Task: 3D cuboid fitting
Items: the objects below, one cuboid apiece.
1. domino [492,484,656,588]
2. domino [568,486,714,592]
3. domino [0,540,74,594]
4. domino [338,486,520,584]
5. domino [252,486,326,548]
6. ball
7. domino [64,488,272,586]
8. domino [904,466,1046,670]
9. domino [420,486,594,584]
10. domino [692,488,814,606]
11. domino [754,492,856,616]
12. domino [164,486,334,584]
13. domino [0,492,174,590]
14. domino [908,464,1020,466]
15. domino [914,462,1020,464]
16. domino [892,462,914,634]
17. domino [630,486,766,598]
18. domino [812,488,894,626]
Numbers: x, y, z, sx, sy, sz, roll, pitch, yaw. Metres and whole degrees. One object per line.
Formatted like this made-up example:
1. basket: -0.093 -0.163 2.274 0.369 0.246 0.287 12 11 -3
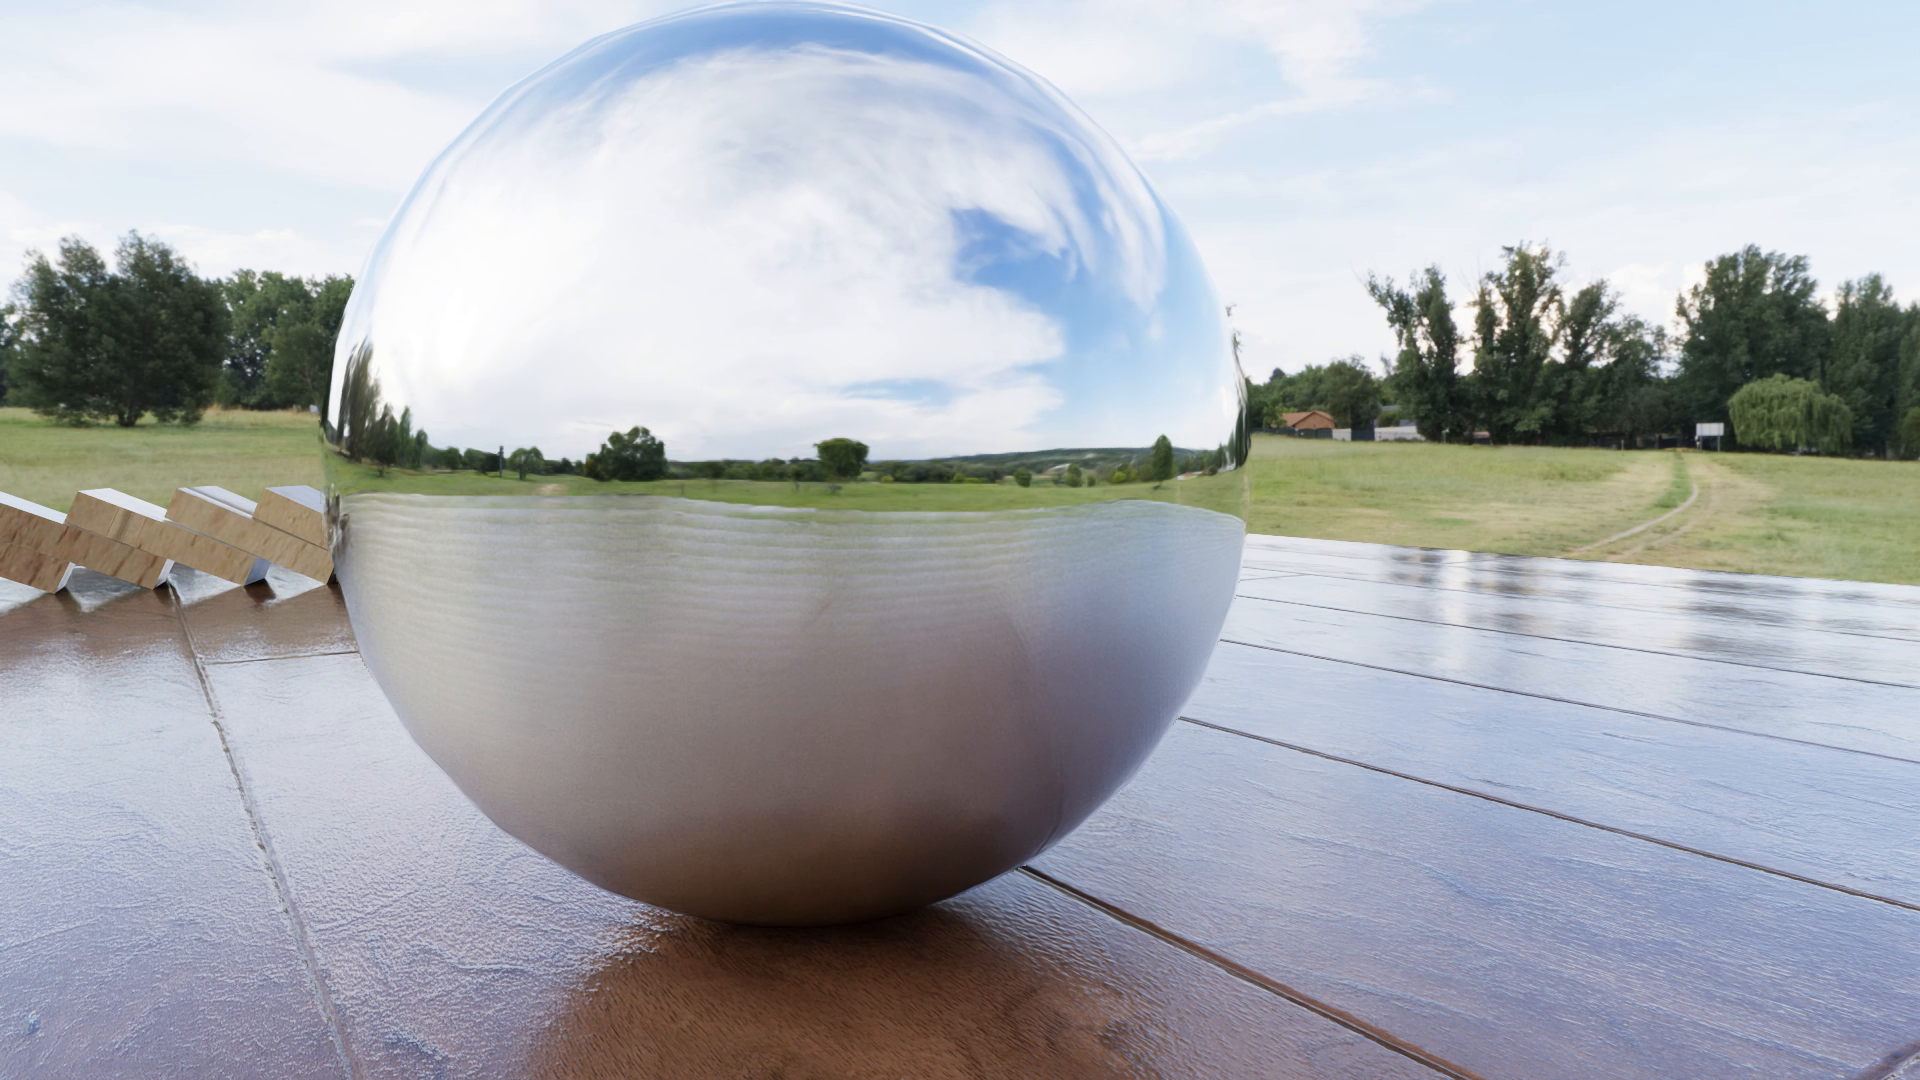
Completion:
1. domino: -0.116 -0.002 0.397 0.050 0.009 0.025 28 15 20
2. domino: -0.092 -0.001 0.388 0.050 0.009 0.025 31 20 29
3. domino: -0.281 0.001 0.363 0.050 0.009 0.025 25 -9 -28
4. domino: -0.165 -0.002 0.404 0.050 0.010 0.025 25 7 6
5. domino: -0.190 -0.002 0.402 0.050 0.010 0.025 24 4 -2
6. ball: -0.014 -0.006 0.117 0.080 0.080 0.080 0 4 0
7. domino: -0.238 -0.001 0.389 0.050 0.009 0.025 24 -2 -16
8. domino: 0.002 0.004 0.257 0.025 0.009 0.050 0 41 -4
9. domino: -0.140 -0.002 0.403 0.050 0.009 0.025 26 11 15
10. domino: -0.052 0.001 0.360 0.025 0.010 0.050 -4 30 -41
11. domino: -0.034 0.002 0.342 0.025 0.010 0.050 -3 29 -31
12. domino: -0.214 -0.002 0.398 0.050 0.009 0.025 24 1 -8
13. domino: -0.260 0.000 0.376 0.050 0.009 0.025 24 -6 -24
14. domino: 0.002 0.003 0.273 0.025 0.009 0.050 0 42 -4
15. domino: 0.002 0.002 0.289 0.025 0.009 0.050 0 42 -3
16. domino: -0.003 0.001 0.304 0.025 0.009 0.050 0 42 -4
17. domino: -0.071 0.000 0.375 0.050 0.010 0.025 34 25 35
18. domino: -0.019 0.003 0.323 0.025 0.009 0.050 -2 31 -22
